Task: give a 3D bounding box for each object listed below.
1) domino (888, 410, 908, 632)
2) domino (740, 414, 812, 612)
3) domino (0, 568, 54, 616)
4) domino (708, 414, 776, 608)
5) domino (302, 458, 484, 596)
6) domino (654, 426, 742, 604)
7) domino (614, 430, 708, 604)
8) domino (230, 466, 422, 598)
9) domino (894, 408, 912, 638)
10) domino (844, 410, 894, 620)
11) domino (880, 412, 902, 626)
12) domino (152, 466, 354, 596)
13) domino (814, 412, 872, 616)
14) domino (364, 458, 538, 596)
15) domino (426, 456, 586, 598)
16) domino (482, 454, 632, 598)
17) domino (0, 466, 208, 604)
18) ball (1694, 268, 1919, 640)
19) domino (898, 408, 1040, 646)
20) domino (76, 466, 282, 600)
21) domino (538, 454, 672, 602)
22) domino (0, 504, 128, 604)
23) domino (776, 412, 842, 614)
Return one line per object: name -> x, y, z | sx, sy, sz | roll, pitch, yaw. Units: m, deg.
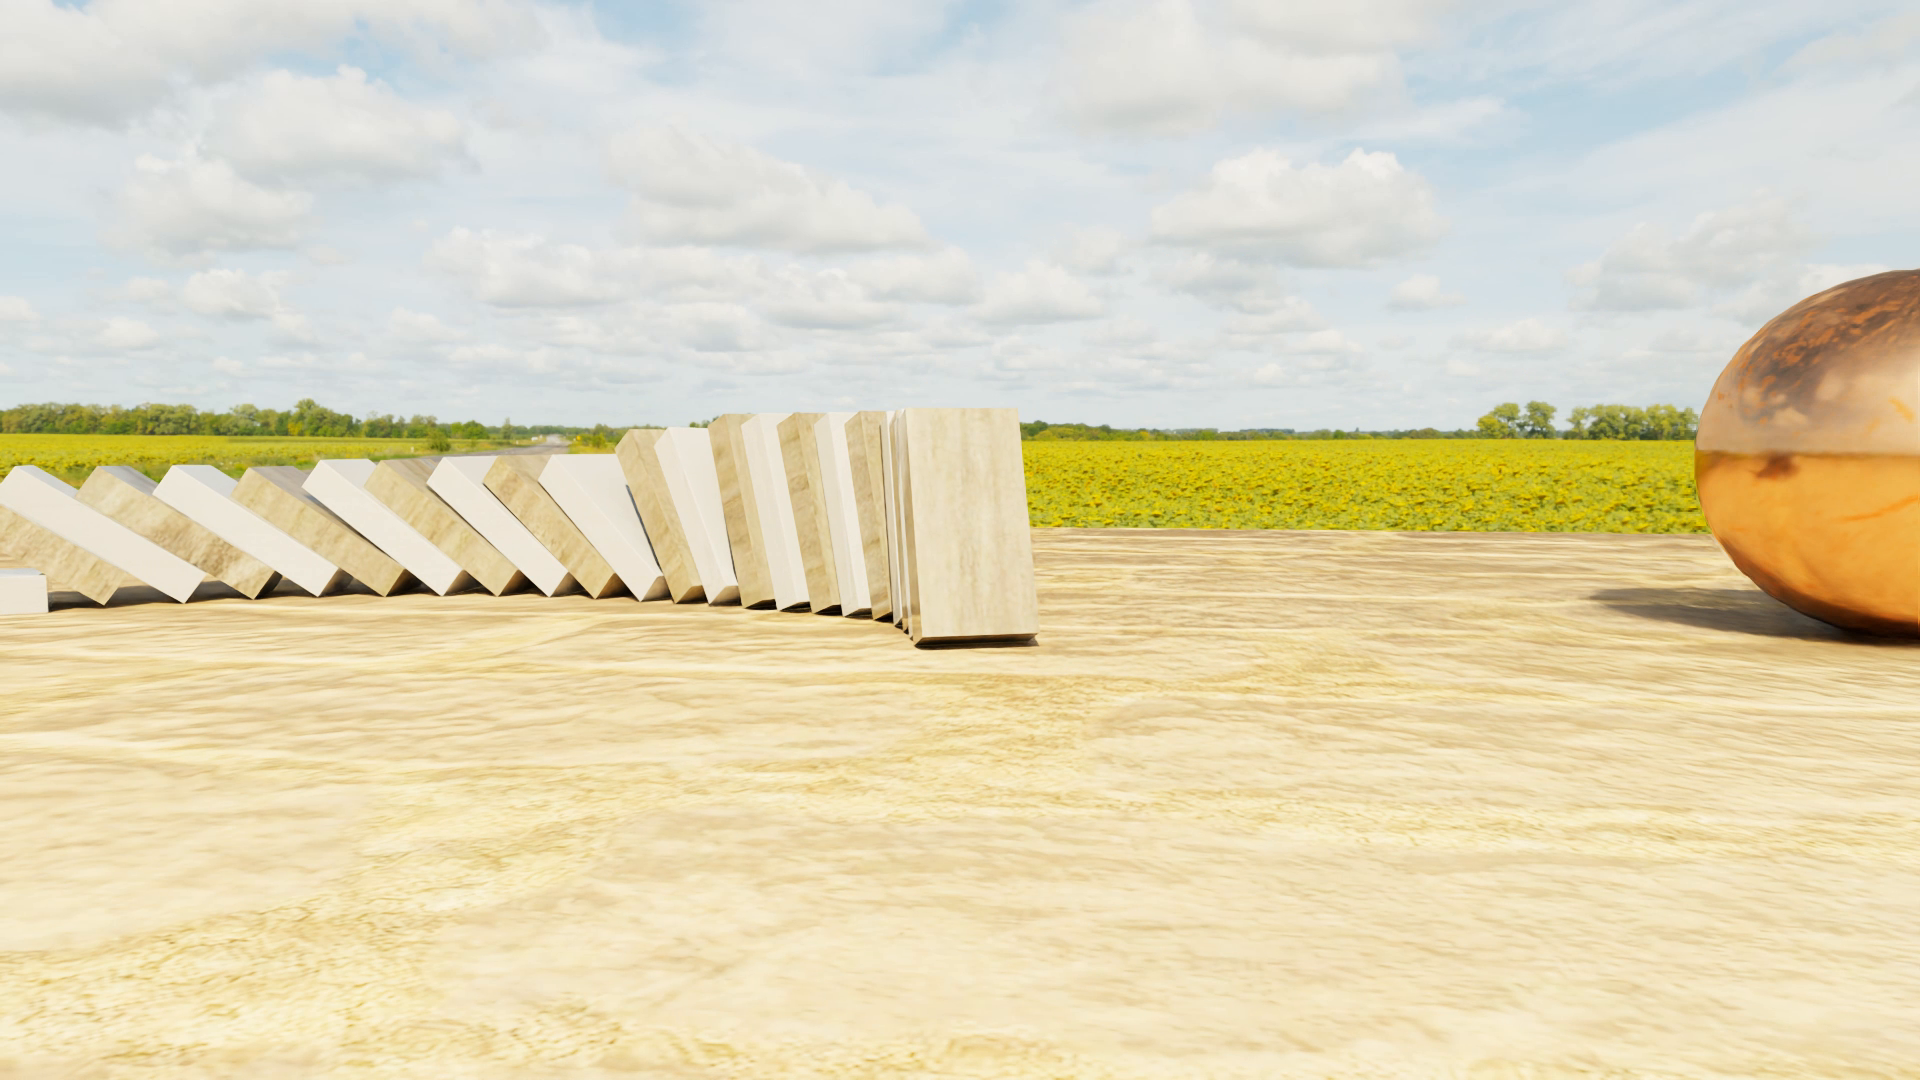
domino -> -0.002, -0.005, 0.295 | 0.025, 0.050, 0.010 | -1, -15, -14
domino -> -0.040, -0.008, 0.336 | 0.025, 0.050, 0.009 | -4, -13, -42
domino -> -0.258, 0.014, 0.320 | 0.050, 0.010, 0.025 | -3, 5, -33
domino -> -0.049, -0.008, 0.341 | 0.025, 0.050, 0.010 | -4, -13, -42
domino -> -0.160, -0.004, 0.370 | 0.050, 0.009, 0.025 | 38, 6, 1
domino -> -0.063, -0.007, 0.351 | 0.025, 0.050, 0.010 | -2, -30, -44
domino -> -0.075, -0.007, 0.356 | 0.025, 0.050, 0.010 | -5, -28, -46
domino -> -0.178, -0.003, 0.367 | 0.050, 0.009, 0.025 | 34, 3, -4
domino -> 0.000, -0.004, 0.285 | 0.025, 0.050, 0.009 | -1, -15, -14
domino -> -0.012, -0.006, 0.316 | 0.025, 0.050, 0.010 | -2, -14, -30
domino -> -0.004, -0.005, 0.305 | 0.025, 0.050, 0.009 | -1, -15, -14
domino -> -0.197, -0.003, 0.362 | 0.050, 0.009, 0.025 | 35, -3, -9
domino -> -0.020, -0.007, 0.323 | 0.025, 0.050, 0.009 | -3, -14, -31
domino -> -0.144, -0.004, 0.371 | 0.050, 0.009, 0.025 | 38, 9, 4
domino -> -0.126, -0.005, 0.371 | 0.050, 0.010, 0.025 | 41, 13, 9
domino -> -0.110, -0.005, 0.367 | 0.050, 0.010, 0.025 | 43, 18, 14
domino -> -0.228, -0.002, 0.343 | 0.050, 0.010, 0.025 | 37, -13, -24
ball -> 0.205, -0.018, 0.279 | 0.080, 0.080, 0.080 | 0, 4, 0
domino -> 0.001, -0.003, 0.275 | 0.025, 0.050, 0.009 | -1, -15, -14
domino -> -0.213, -0.002, 0.355 | 0.050, 0.010, 0.025 | 35, -7, -16
domino -> -0.094, -0.004, 0.363 | 0.050, 0.009, 0.025 | 45, 24, 19
domino -> -0.242, -0.002, 0.330 | 0.050, 0.010, 0.025 | 39, -17, -29
domino -> -0.030, -0.007, 0.330 | 0.025, 0.050, 0.010 | -4, -13, -39
